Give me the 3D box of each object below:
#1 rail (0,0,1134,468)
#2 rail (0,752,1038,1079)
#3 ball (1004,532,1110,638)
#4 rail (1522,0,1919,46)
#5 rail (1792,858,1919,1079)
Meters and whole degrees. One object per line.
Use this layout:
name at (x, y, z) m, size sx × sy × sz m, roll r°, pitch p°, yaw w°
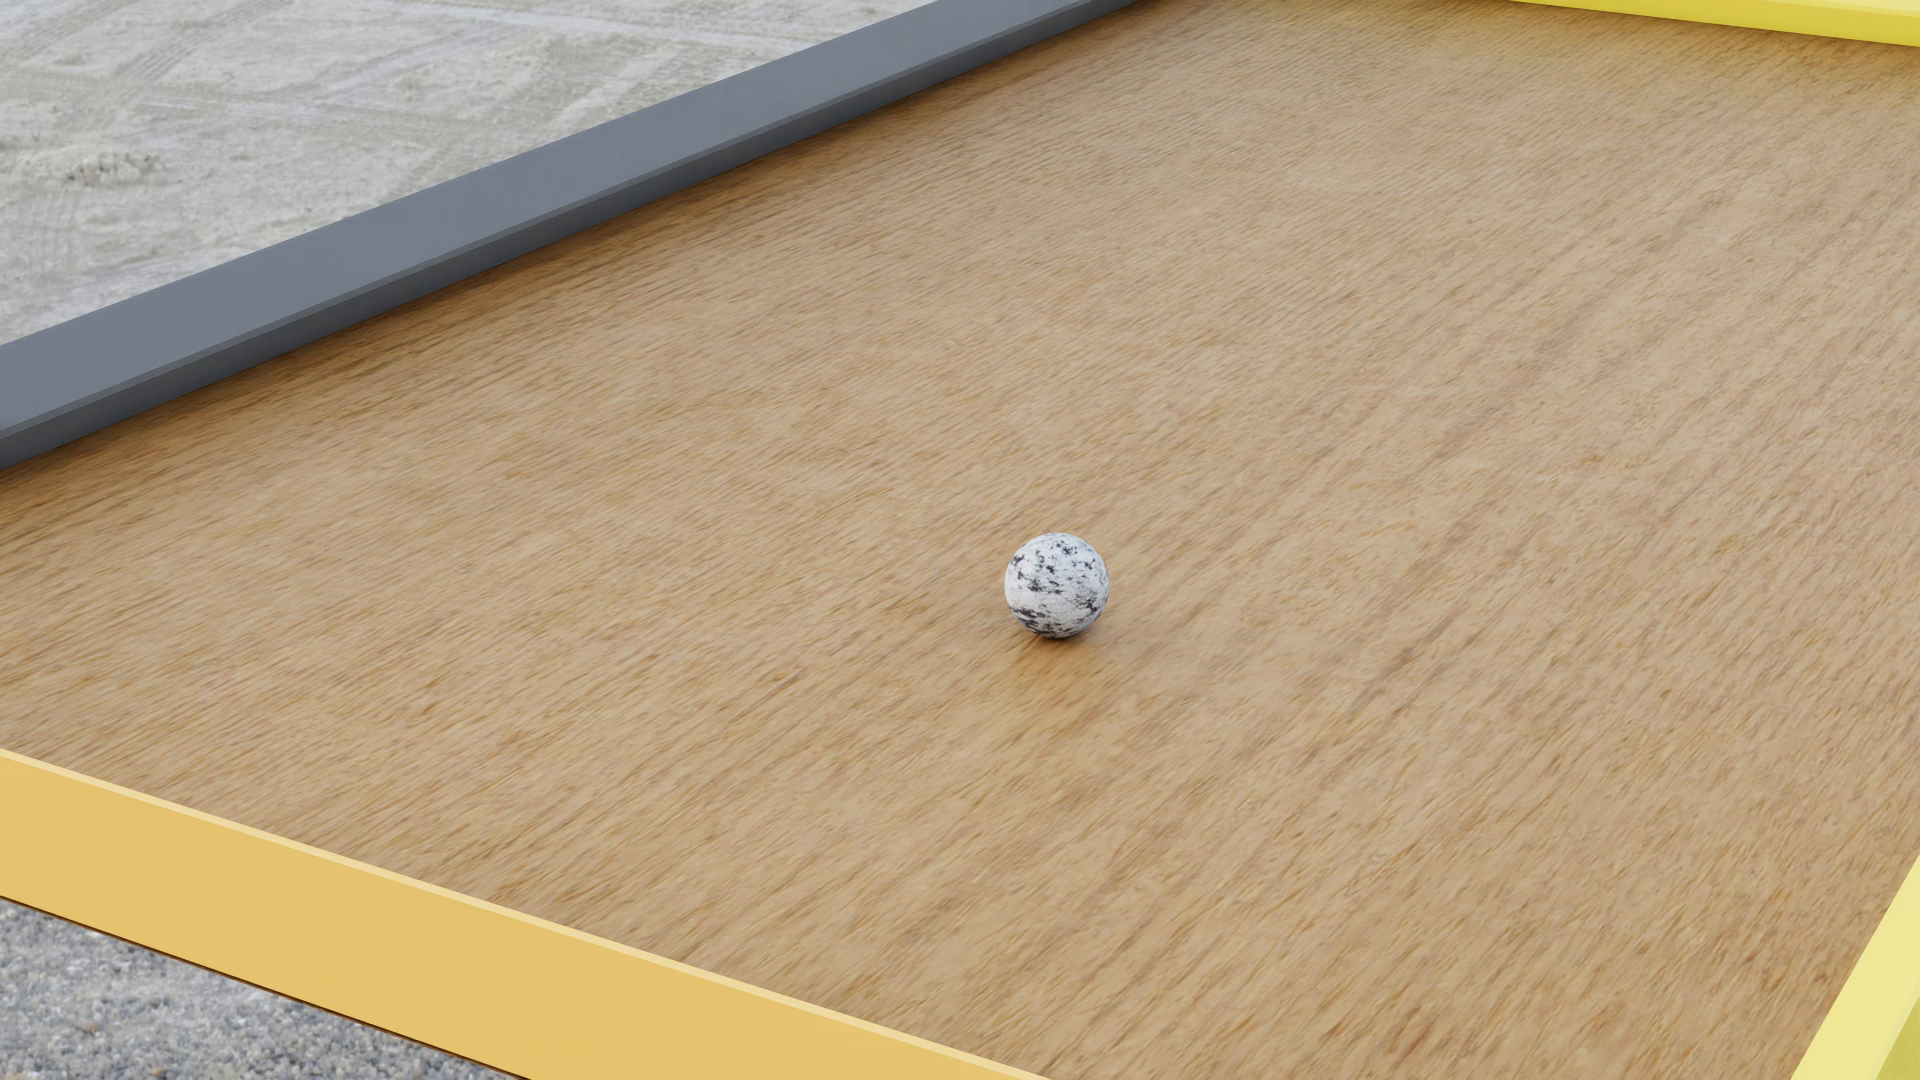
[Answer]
rail at (-0.288, -0.373, 2.870) m, size 0.045 × 0.094 × 2.613 m, roll 13°, pitch 26°, yaw 28°
rail at (-0.315, 0.192, 1.517) m, size 1.467 × 0.094 × 0.045 m, roll 13°, pitch 26°, yaw 28°
ball at (0.064, 0.030, 1.939) m, size 0.069 × 0.069 × 0.069 m, roll 0°, pitch 23°, yaw 0°
rail at (0.969, -0.663, 3.568) m, size 1.467 × 0.094 × 0.045 m, roll 13°, pitch 26°, yaw 28°
rail at (0.942, -0.099, 2.214) m, size 0.045 × 0.094 × 2.613 m, roll 13°, pitch 26°, yaw 28°
